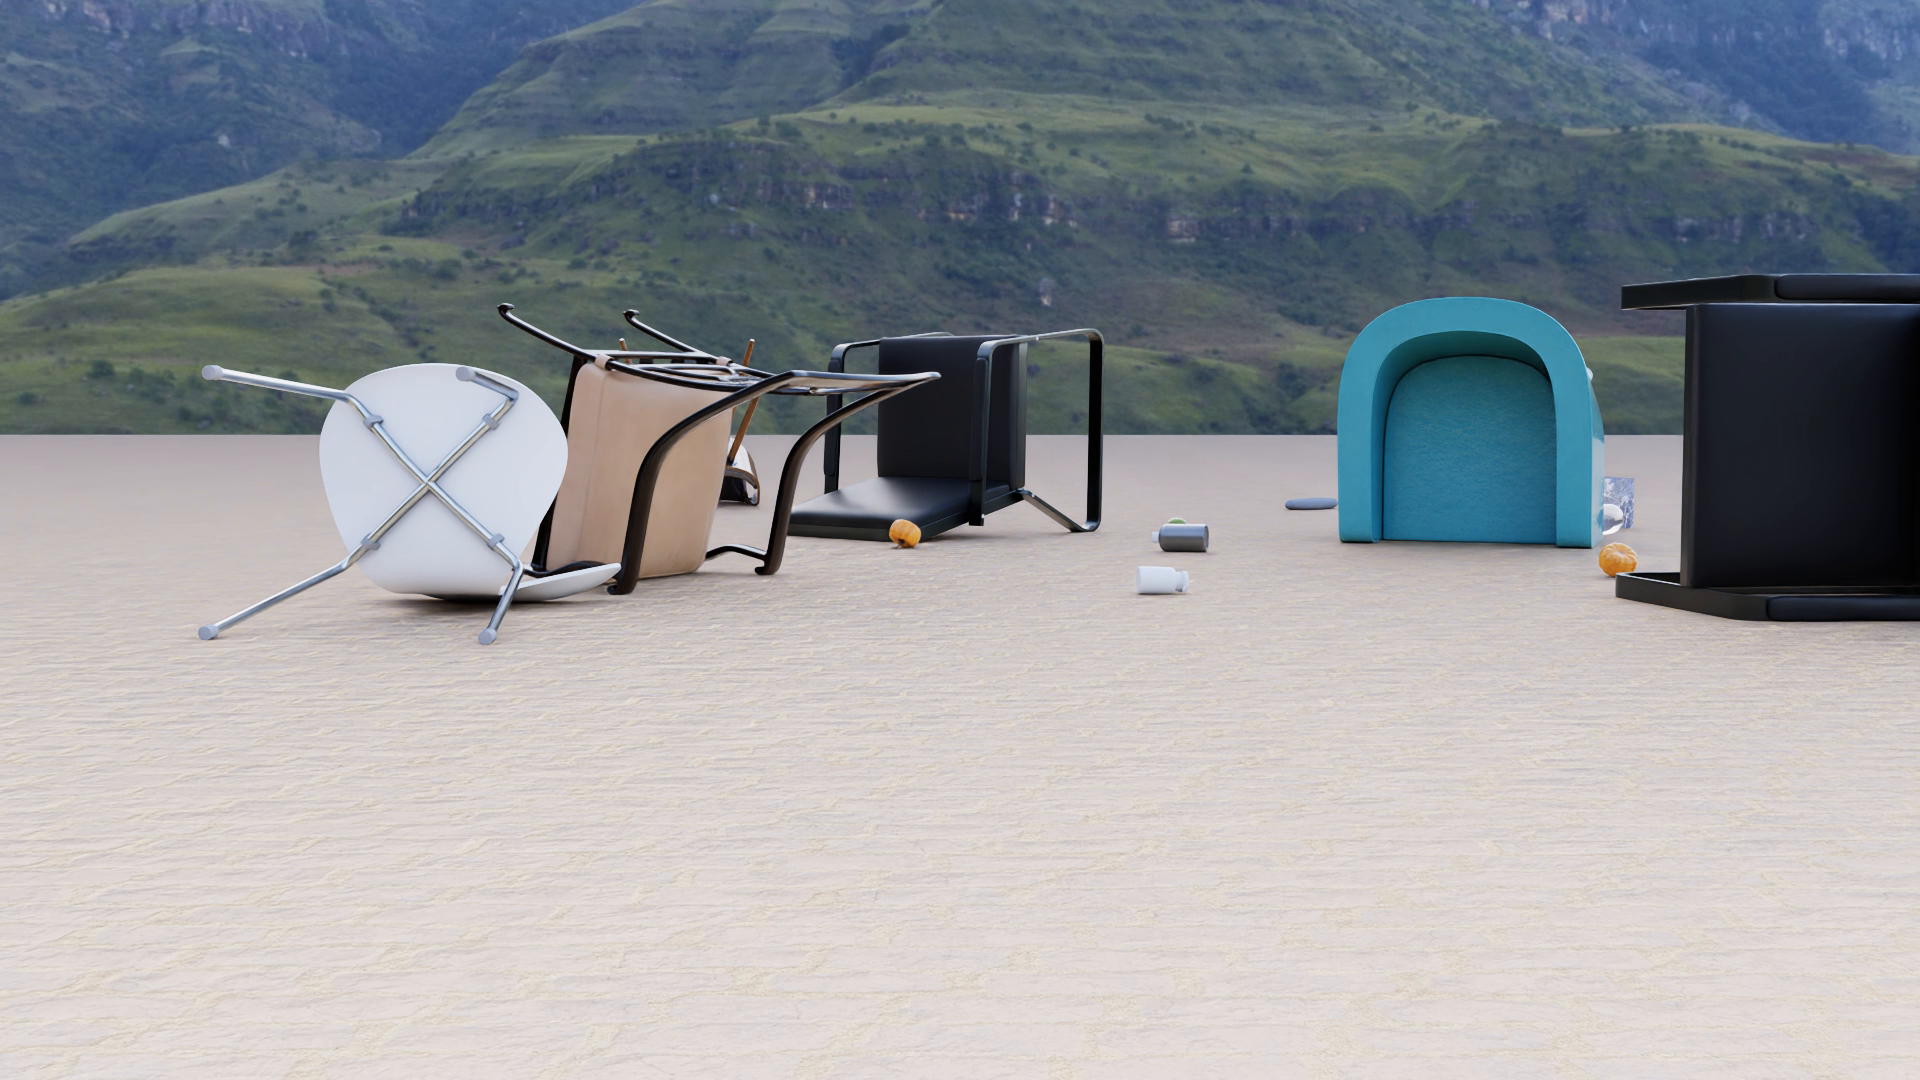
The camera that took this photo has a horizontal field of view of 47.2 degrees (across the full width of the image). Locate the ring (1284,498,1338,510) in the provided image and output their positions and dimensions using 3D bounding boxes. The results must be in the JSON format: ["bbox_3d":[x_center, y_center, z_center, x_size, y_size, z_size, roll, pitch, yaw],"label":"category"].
[{"bbox_3d":[1.317,-0.135,8.233,0.264,0.039,0.108,-4,4,-37],"label":"ring"}]

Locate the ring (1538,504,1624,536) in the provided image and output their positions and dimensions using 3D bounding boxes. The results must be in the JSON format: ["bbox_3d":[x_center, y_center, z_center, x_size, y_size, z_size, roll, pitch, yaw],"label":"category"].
[{"bbox_3d":[1.920,-0.063,6.797,0.286,0.093,0.118,-2,3,-13],"label":"ring"}]

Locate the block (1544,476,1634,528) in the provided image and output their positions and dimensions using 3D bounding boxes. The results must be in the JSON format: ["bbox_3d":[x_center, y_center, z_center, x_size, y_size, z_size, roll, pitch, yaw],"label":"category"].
[{"bbox_3d":[2.053,-0.125,7.183,0.173,0.161,0.239,-1,4,-20],"label":"block"}]
